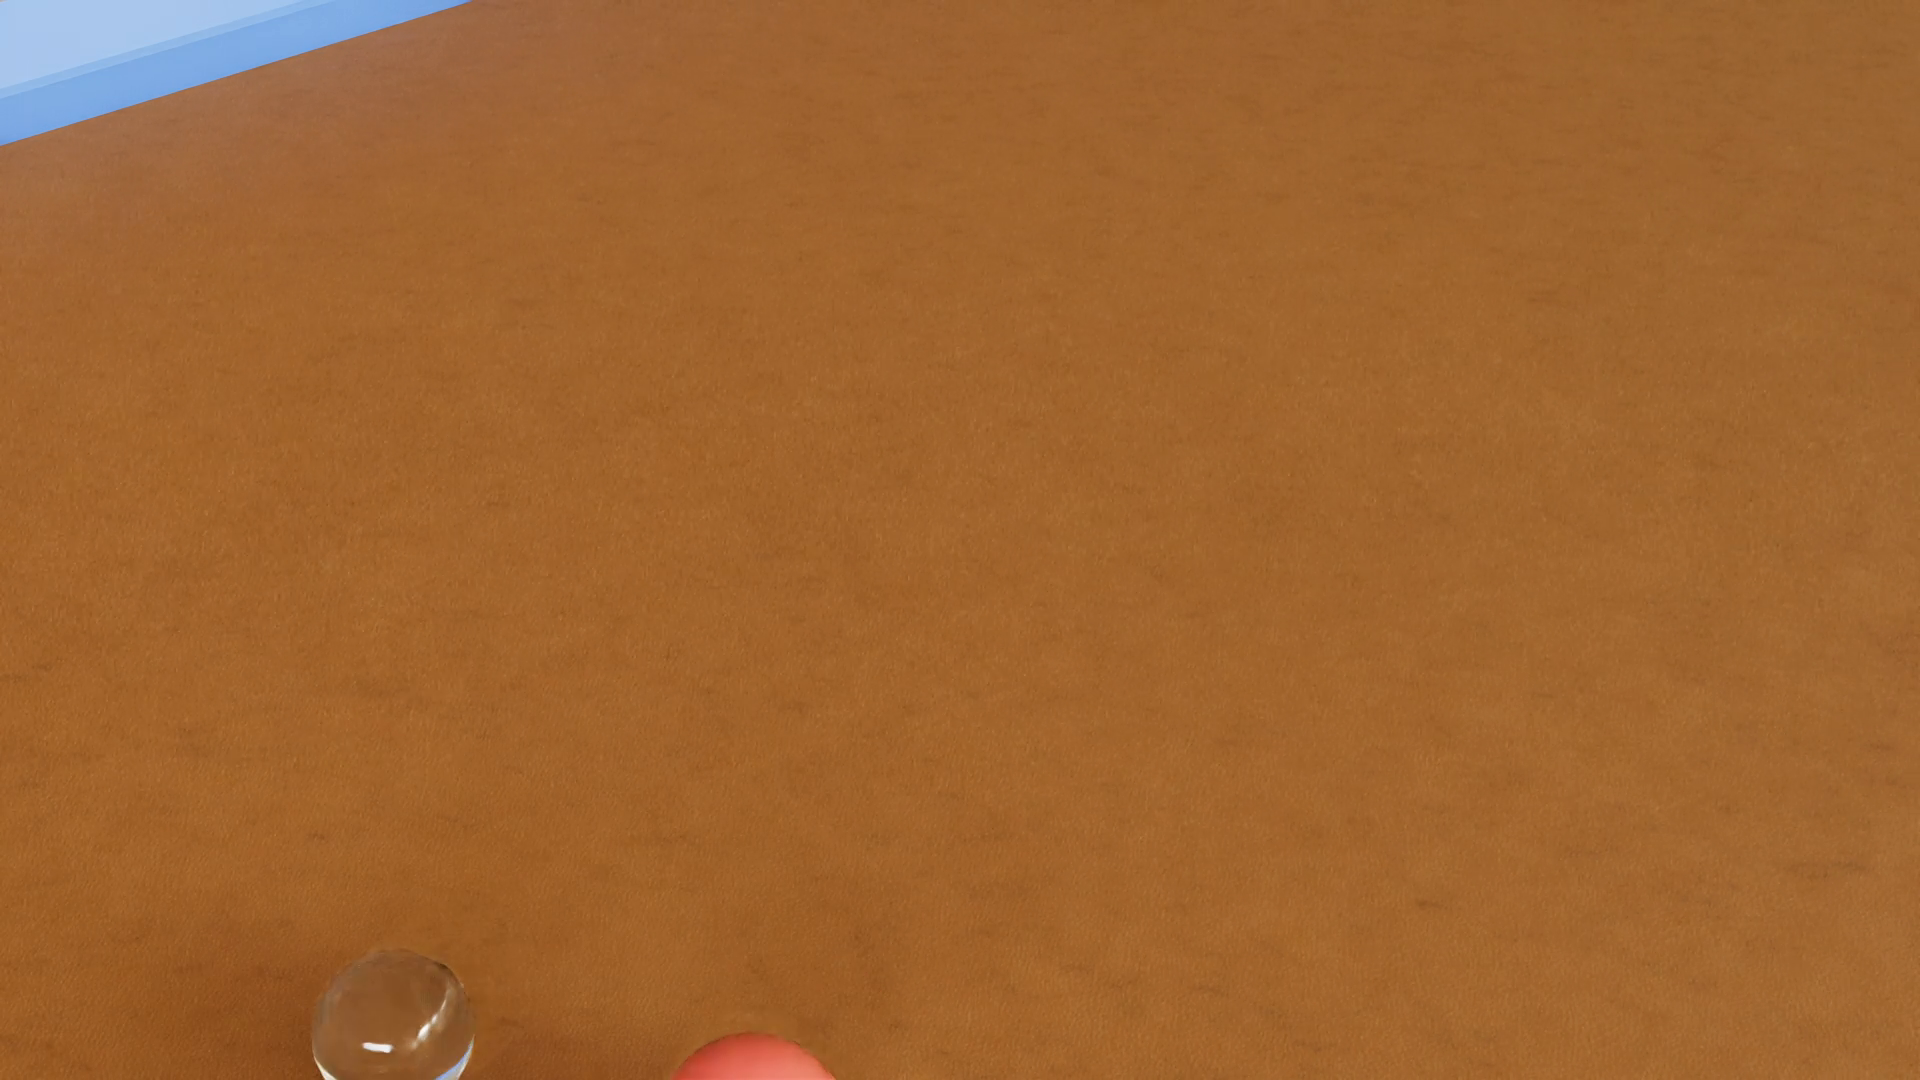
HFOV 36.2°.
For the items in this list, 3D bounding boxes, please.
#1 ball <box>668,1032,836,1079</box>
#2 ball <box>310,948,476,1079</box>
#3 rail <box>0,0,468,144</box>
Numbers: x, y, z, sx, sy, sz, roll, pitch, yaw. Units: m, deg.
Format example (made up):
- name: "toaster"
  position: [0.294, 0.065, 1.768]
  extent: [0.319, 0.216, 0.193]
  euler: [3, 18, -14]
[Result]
- name: "ball"
  position: [-0.087, 0.247, 1.228]
  extent: [0.082, 0.082, 0.082]
  euler: [0, 26, 0]
- name: "ball"
  position: [-0.251, 0.217, 1.301]
  extent: [0.072, 0.072, 0.072]
  euler: [0, 26, 0]
- name: "rail"
  position: [-0.263, -0.692, 3.077]
  extent: [0.045, 0.118, 4.197]
  euler: [19, 32, 33]
